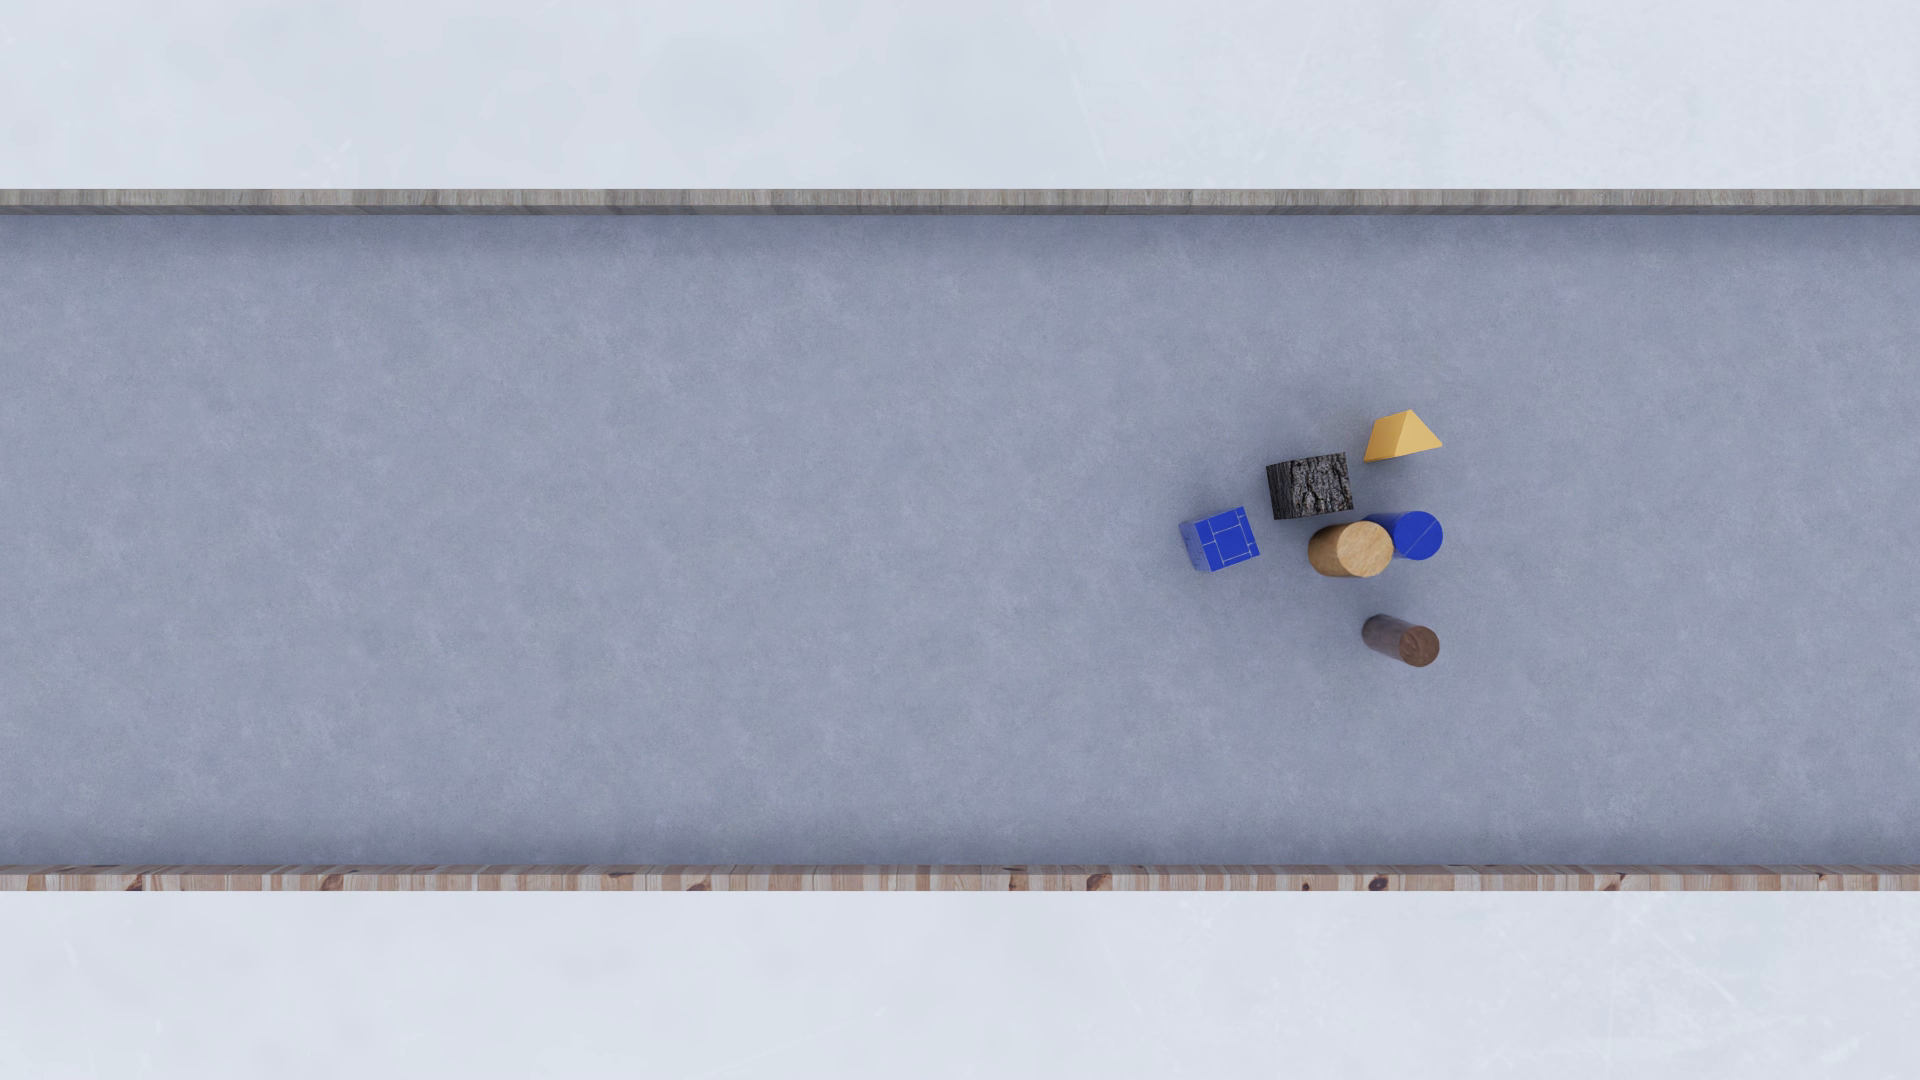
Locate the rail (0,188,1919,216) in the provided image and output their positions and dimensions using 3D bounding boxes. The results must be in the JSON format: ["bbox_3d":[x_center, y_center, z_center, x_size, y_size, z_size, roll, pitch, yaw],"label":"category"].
[{"bbox_3d":[-2.247,-1.025,5.002,12.000,0.150,0.050,0,90,0],"label":"rail"}]

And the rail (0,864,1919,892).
[{"bbox_3d":[-2.247,1.025,5.001,12.000,0.150,0.050,0,90,0],"label":"rail"}]

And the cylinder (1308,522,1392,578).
[{"bbox_3d":[1.150,0.031,4.879,0.159,0.391,0.159,0,88,0],"label":"cylinder"}]

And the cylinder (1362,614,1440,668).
[{"bbox_3d":[1.297,0.293,4.869,0.117,0.410,0.117,0,92,-1],"label":"cylinder"}]

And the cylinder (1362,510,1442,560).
[{"bbox_3d":[1.295,-0.014,4.875,0.140,0.399,0.140,0,90,-1],"label":"cylinder"}]

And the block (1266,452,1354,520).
[{"bbox_3d":[1.037,-0.158,4.908,0.167,0.338,0.167,-9,90,0],"label":"block"}]

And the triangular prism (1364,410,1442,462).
[{"bbox_3d":[1.297,-0.314,4.894,0.138,0.364,0.119,-13,90,0],"label":"triangular prism"}]

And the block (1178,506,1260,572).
[{"bbox_3d":[0.766,-0.002,4.900,0.147,0.352,0.147,-20,90,0],"label":"block"}]
